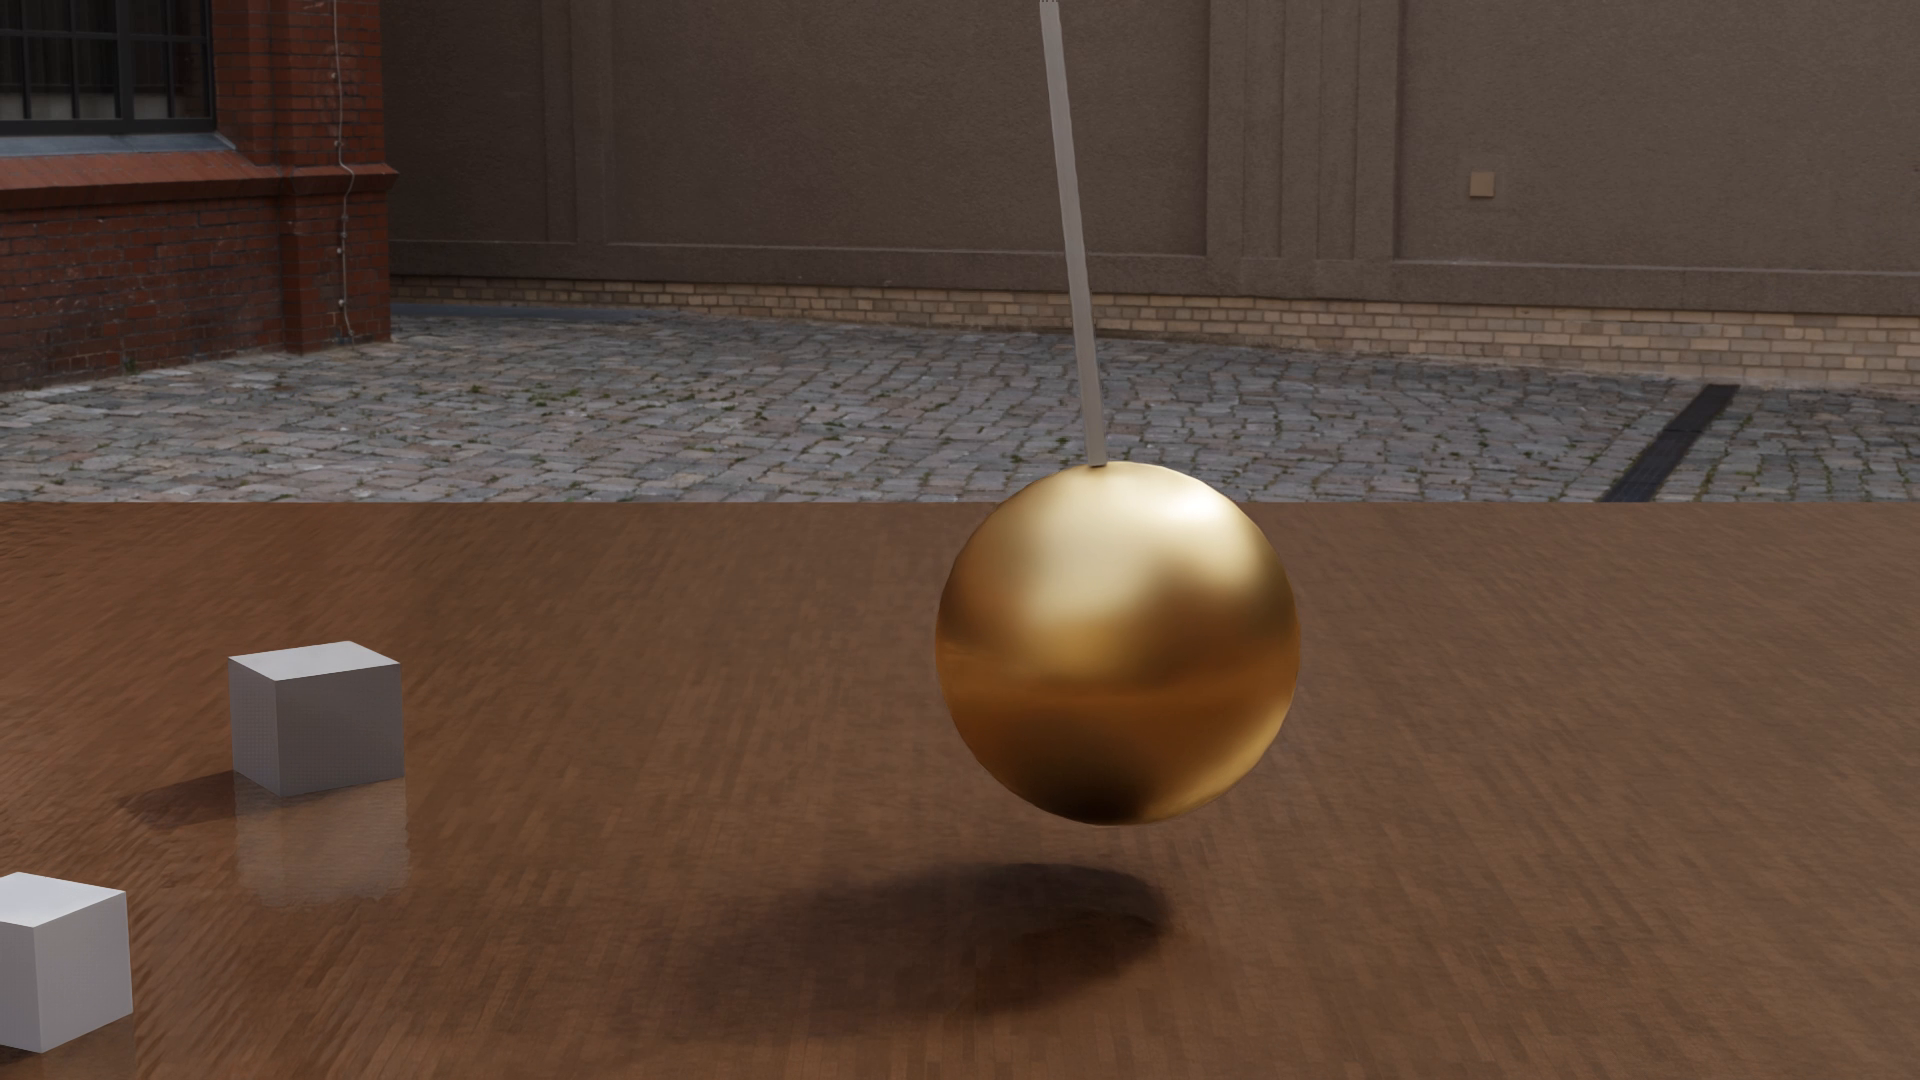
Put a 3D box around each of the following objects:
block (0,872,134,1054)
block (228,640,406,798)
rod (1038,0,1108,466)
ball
[{"bbox_3d":[-3.479,1.570,9.592,0.548,0.479,0.460,5,11,26],"label":"block"},{"bbox_3d":[-3.262,0.895,13.001,0.655,0.587,0.641,-7,13,-35],"label":"block"},{"bbox_3d":[0.299,-2.869,10.659,0.080,5.200,0.080,-6,10,1],"label":"rod"},{"bbox_3d":[0.689,0.454,11.263,1.600,1.600,1.600,0,10,0],"label":"ball"}]
